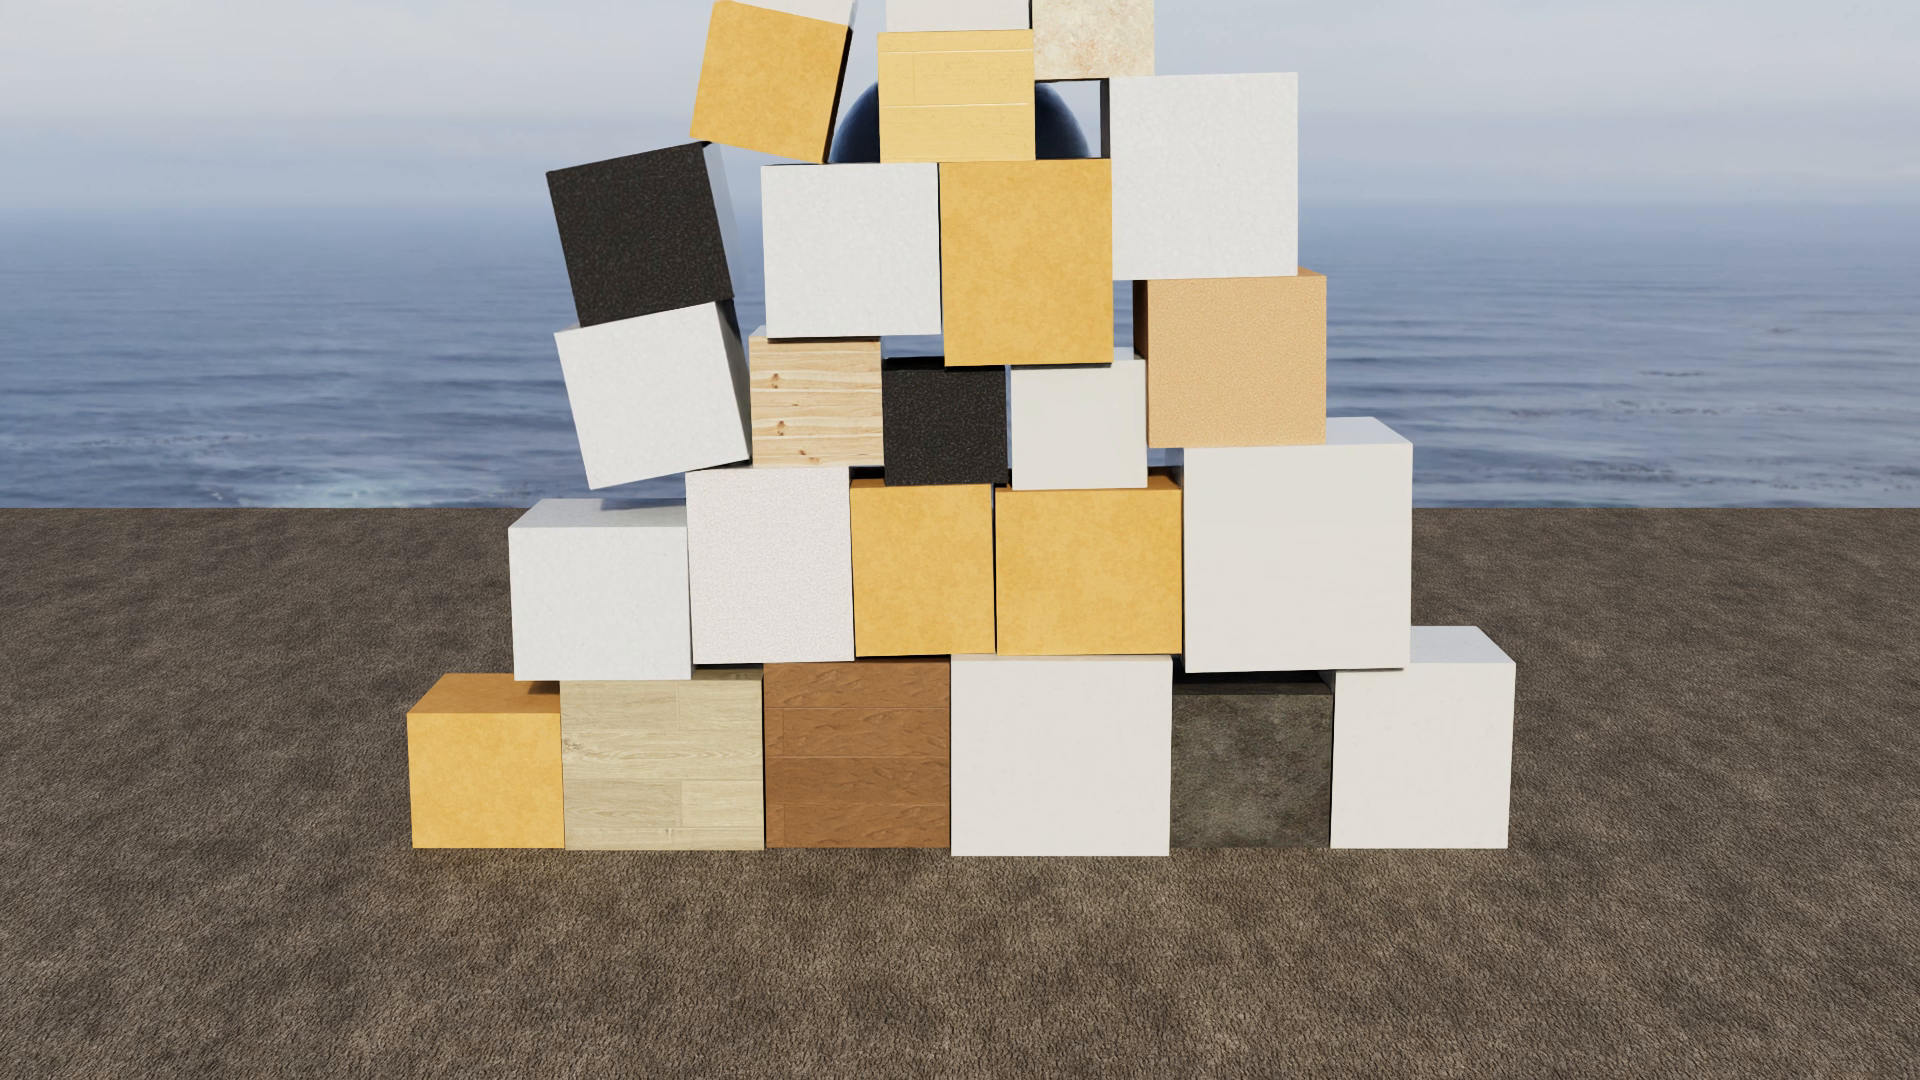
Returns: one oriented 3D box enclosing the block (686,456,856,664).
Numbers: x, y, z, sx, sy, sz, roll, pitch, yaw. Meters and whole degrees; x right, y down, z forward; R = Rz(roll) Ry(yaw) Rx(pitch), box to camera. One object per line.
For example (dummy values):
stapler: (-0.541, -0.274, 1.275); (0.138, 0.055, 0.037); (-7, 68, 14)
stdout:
block: (-0.934, 0.059, 11.210); (0.796, 0.970, 0.789); (-1, 10, 0)

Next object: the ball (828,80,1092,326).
ball: (0.000, -2.052, 12.916); (1.600, 1.600, 1.600); (0, 10, 0)

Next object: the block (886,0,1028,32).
block: (-0.019, -2.802, 10.674); (0.670, 0.679, 0.723); (-1, 10, 0)

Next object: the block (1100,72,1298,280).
block: (1.165, -1.799, 10.864); (0.889, 0.957, 0.772); (-1, 10, 0)

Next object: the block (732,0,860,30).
block: (-0.777, -2.823, 10.687); (0.610, 0.548, 0.563); (12, 10, -2)

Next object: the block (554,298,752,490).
block: (-1.490, -0.764, 11.021); (0.788, 0.776, 0.783); (-11, 10, 2)

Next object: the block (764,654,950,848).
block: (-0.513, 1.008, 11.367); (0.920, 0.951, 0.795); (0, 10, 0)

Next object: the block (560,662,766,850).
block: (-1.480, 1.043, 11.387); (0.995, 0.873, 0.906); (0, 10, 0)

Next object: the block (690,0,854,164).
block: (-0.916, -2.238, 10.768); (0.645, 0.664, 0.550); (12, 10, -2)

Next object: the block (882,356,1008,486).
block: (-0.073, -0.610, 11.072); (0.605, 0.565, 0.681); (-2, 10, 0)

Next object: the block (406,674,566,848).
block: (-2.368, 1.131, 11.399); (0.762, 0.697, 0.833); (0, 10, 0)

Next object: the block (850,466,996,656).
block: (-0.182, 0.089, 11.182); (0.689, 0.843, 0.726); (-2, 10, 0)

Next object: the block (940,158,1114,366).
block: (0.322, -1.402, 10.940); (0.814, 0.964, 0.904); (-1, 10, 0)

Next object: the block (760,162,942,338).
block: (-0.519, -1.458, 10.924); (0.837, 0.814, 0.858); (-1, 10, 0)

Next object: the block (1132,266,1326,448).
block: (1.330, -0.935, 11.017); (0.851, 0.806, 0.948); (-1, 10, 0)

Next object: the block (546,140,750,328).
block: (-1.528, -1.526, 10.892); (0.758, 0.756, 0.779); (-11, 10, 2)

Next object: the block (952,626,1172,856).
block: (0.498, 0.988, 11.350); (1.081, 0.995, 1.034); (0, 10, 0)

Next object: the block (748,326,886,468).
block: (-0.700, -0.736, 11.047); (0.639, 0.643, 0.650); (-1, 10, 0)

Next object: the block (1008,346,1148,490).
block: (0.582, -0.620, 11.064); (0.660, 0.626, 0.686); (-1, 10, 0)

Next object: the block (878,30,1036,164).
block: (-0.016, -2.165, 10.773); (0.737, 0.610, 0.677); (-1, 10, 0)

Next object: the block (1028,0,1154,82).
block: (0.635, -2.488, 10.722); (0.576, 0.476, 0.543); (-1, 10, 0)

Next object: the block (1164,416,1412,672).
block: (1.640, 0.000, 11.173); (1.096, 1.106, 1.033); (-1, 10, 0)

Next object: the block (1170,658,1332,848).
block: (1.450, 1.085, 11.390); (0.803, 0.789, 0.819); (0, 10, 0)

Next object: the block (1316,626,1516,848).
block: (2.306, 1.004, 11.379); (0.887, 0.954, 0.847); (0, 10, 0)

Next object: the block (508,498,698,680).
block: (-1.769, 0.236, 11.239); (0.870, 0.766, 0.886); (0, 10, 0)

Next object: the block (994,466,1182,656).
block: (0.633, 0.092, 11.184); (0.911, 0.816, 0.801); (-1, 10, 0)
